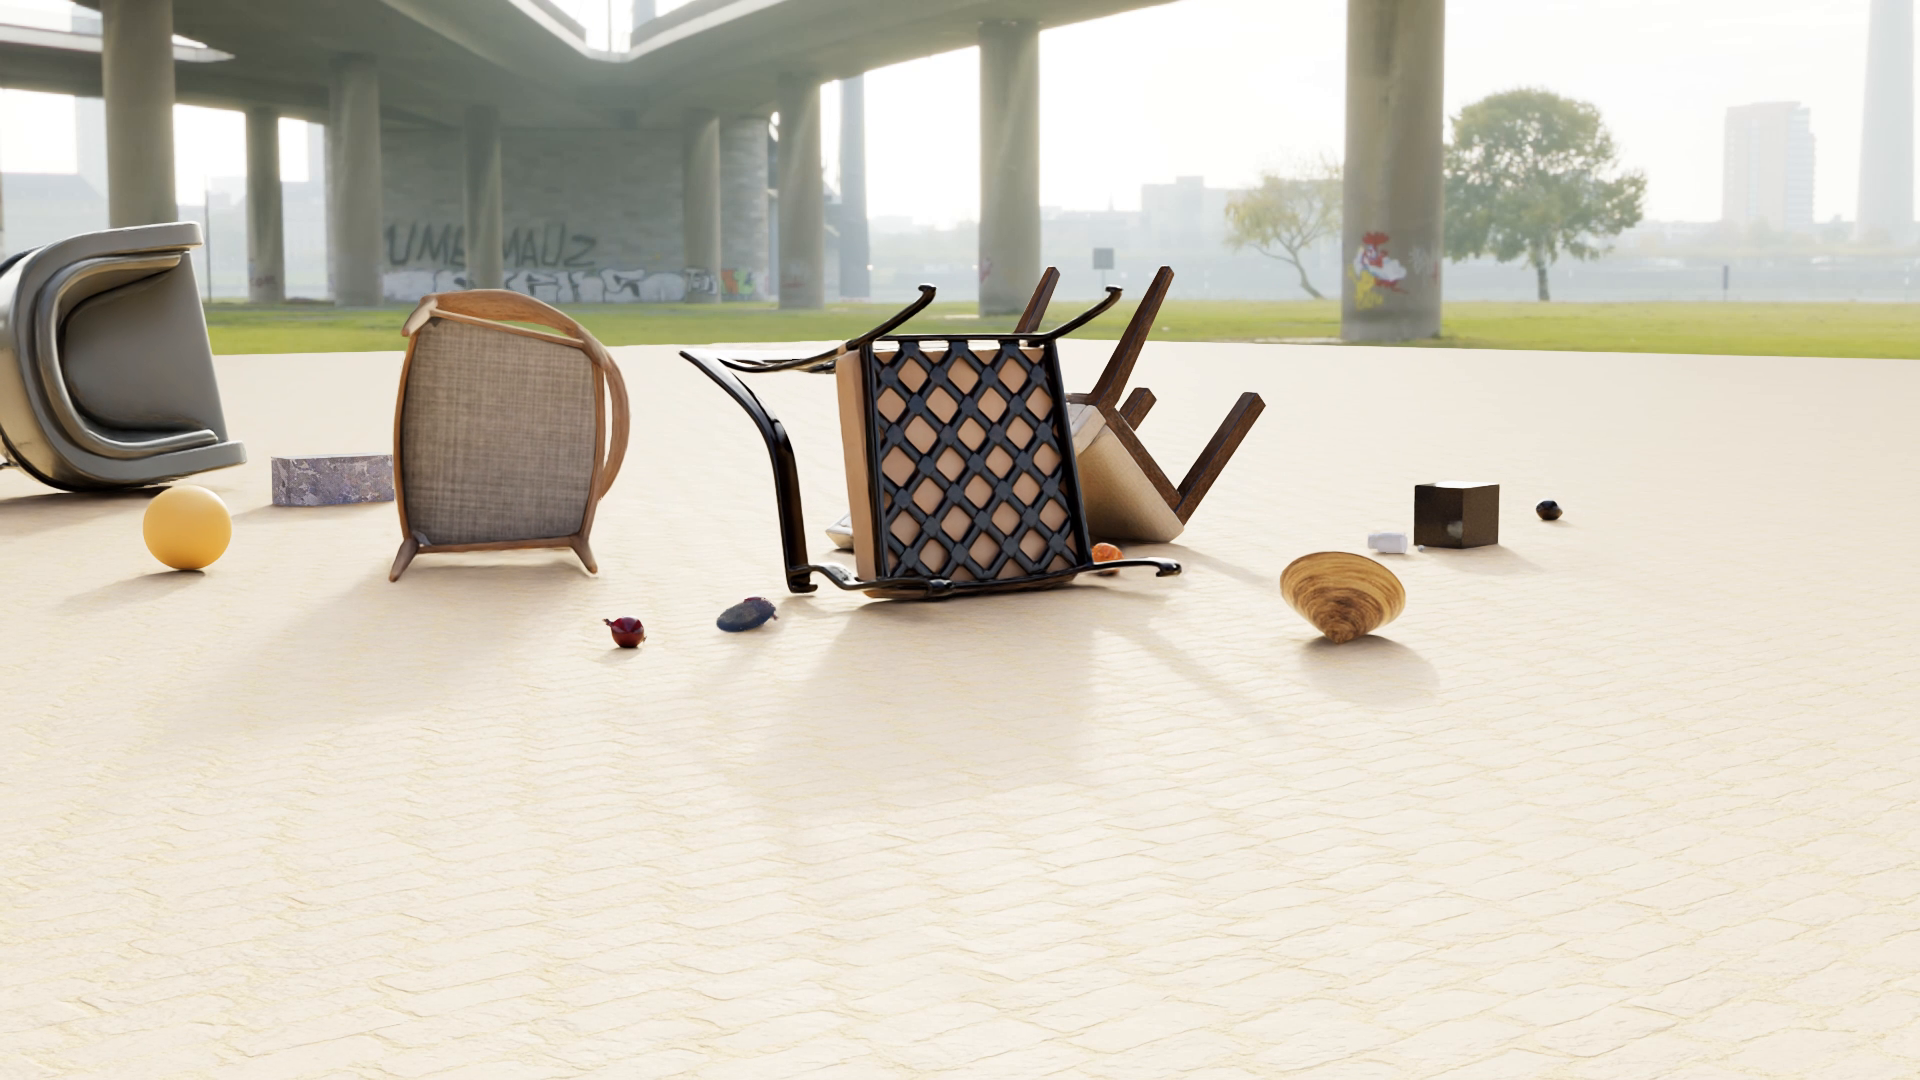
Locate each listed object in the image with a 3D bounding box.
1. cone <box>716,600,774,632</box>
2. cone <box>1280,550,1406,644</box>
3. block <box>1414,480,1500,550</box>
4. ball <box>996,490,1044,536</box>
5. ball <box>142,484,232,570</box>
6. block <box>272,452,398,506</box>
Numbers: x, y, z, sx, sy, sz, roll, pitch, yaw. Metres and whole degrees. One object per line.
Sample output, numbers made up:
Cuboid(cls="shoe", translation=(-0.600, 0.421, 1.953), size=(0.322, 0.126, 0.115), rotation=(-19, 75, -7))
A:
Cuboid(cls="cone", translation=(-0.401, 0.153, 4.792), size=(0.117, 0.058, 0.046), rotation=(-19, -27, -17))
Cuboid(cls="cone", translation=(0.685, 0.141, 4.621), size=(0.223, 0.115, 0.261), rotation=(-10, -39, 26))
Cuboid(cls="block", translation=(1.219, -0.062, 6.295), size=(0.135, 0.148, 0.175), rotation=(5, 8, 41))
Cuboid(cls="ball", translation=(0.152, -0.068, 6.496), size=(0.118, 0.118, 0.118), rotation=(0, 6, 0))
Cuboid(cls="ball", translation=(-1.728, -0.028, 5.740), size=(0.193, 0.193, 0.193), rotation=(0, 6, 0))
Cuboid(cls="block", translation=(-1.823, -0.178, 7.480), size=(0.328, 0.136, 0.136), rotation=(-4, 7, -37))
